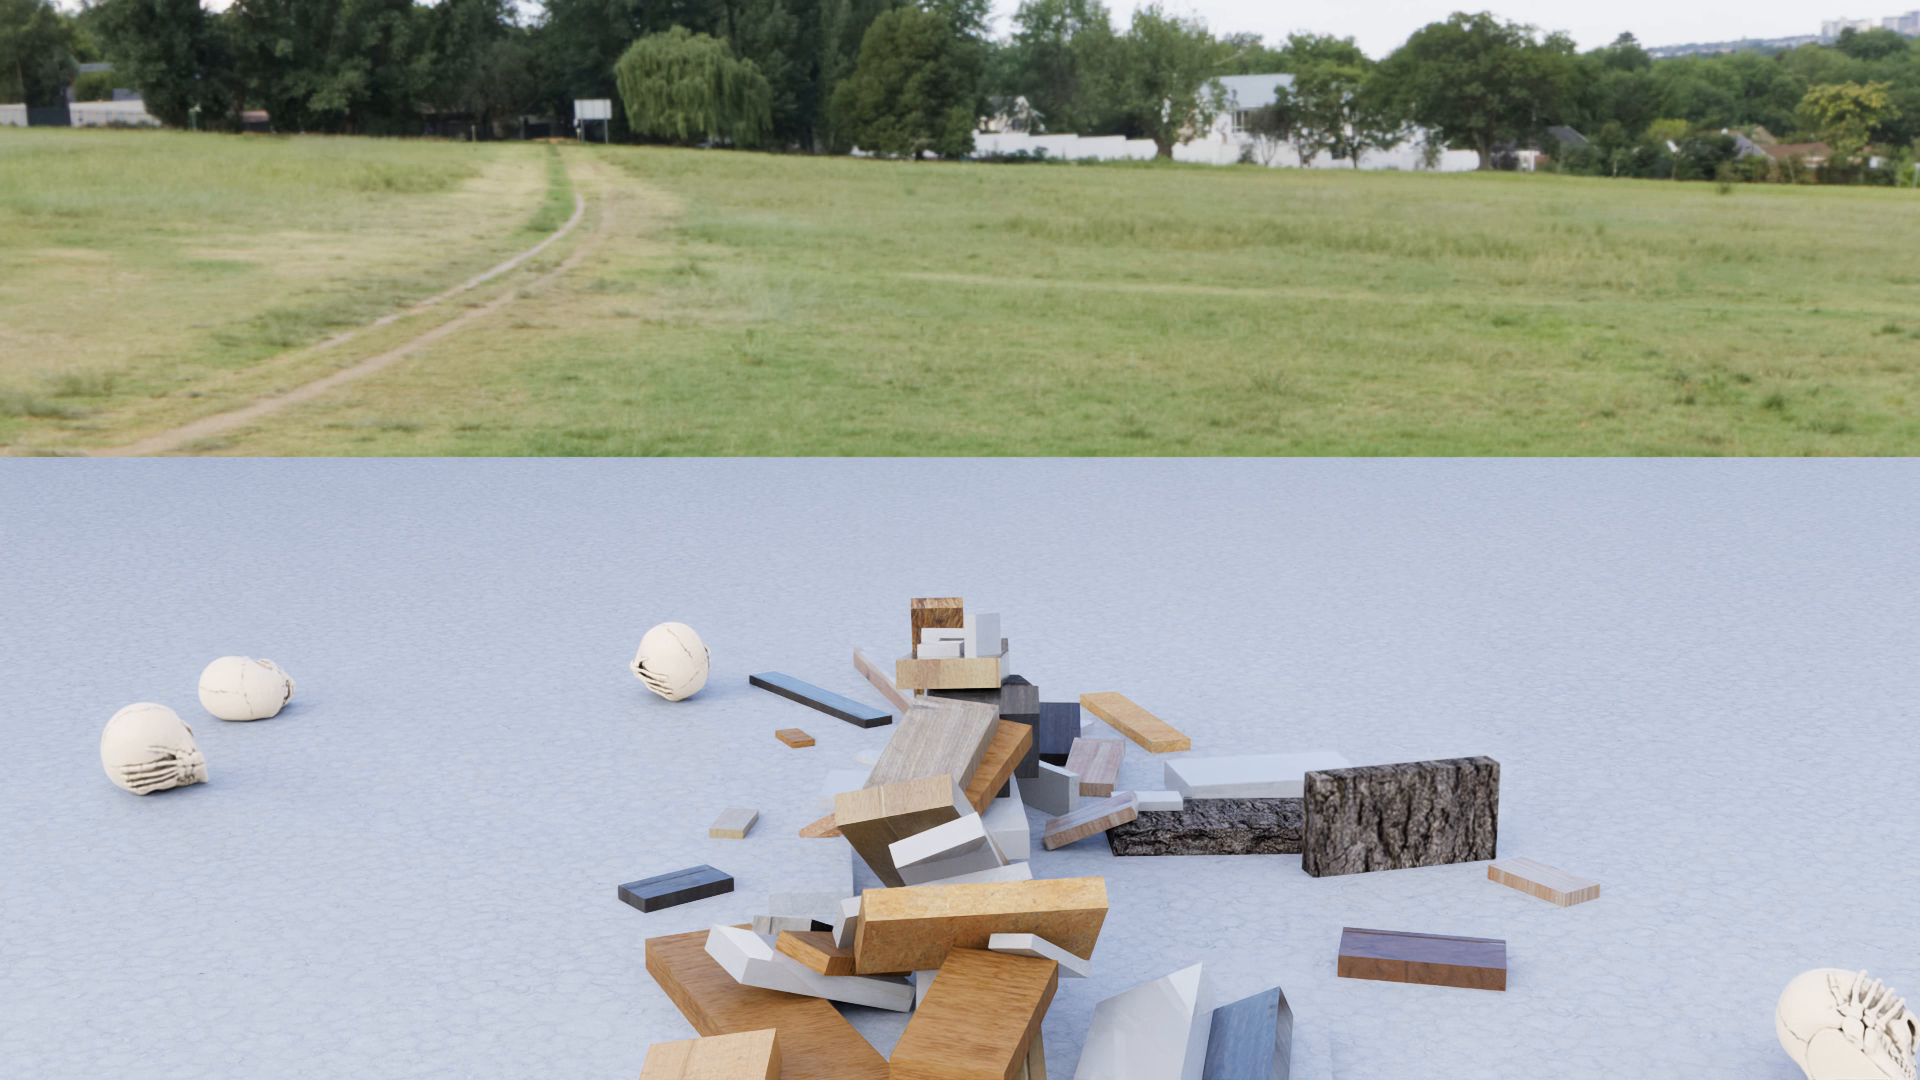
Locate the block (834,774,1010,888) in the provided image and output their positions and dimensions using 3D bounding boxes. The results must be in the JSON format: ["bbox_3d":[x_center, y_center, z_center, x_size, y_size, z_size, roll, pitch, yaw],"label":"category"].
[{"bbox_3d":[-0.037,0.470,3.265,0.170,0.048,0.450,-11,-31,10],"label":"block"}]

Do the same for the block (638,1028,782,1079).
[{"bbox_3d":[-0.323,0.715,2.715,0.167,0.047,0.335,-8,15,4],"label":"block"}]

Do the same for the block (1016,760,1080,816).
[{"bbox_3d":[0.160,0.463,4.121,0.024,0.085,0.170,-8,13,-36],"label":"block"}]

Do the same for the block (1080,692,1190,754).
[{"bbox_3d":[0.370,0.387,4.697,0.086,0.024,0.410,-3,11,-18],"label":"block"}]

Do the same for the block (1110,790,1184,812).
[{"bbox_3d":[0.338,0.473,3.982,0.124,0.018,0.062,0,11,-3],"label":"block"}]

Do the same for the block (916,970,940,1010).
[{"bbox_3d":[0.013,0.624,3.138,0.149,0.042,0.299,0,11,-1],"label":"block"}]

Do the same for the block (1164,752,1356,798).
[{"bbox_3d":[0.584,0.462,4.224,0.348,0.049,0.174,-2,11,-10],"label":"block"}]

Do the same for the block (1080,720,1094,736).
[{"bbox_3d":[0.218,0.402,4.625,0.070,0.020,0.140,7,12,31],"label":"block"}]

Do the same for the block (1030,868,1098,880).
[{"bbox_3d":[0.166,0.576,3.698,0.124,0.018,0.062,2,11,13],"label":"block"}]

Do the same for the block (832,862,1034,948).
[{"bbox_3d":[-0.039,0.520,3.133,0.278,0.099,0.028,-9,57,-18],"label":"block"}]

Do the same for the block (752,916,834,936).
[{"bbox_3d":[-0.217,0.595,3.298,0.099,0.028,0.198,-1,-18,27],"label":"block"}]

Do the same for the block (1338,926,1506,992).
[{"bbox_3d":[0.701,0.634,3.335,0.246,0.035,0.123,2,11,13],"label":"block"}]

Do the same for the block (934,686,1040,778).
[{"bbox_3d":[0.051,0.342,3.866,0.175,0.050,0.351,-1,-24,1],"label":"block"}]

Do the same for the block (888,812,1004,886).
[{"bbox_3d":[-0.007,0.479,3.150,0.131,0.037,0.263,-21,-32,1],"label":"block"}]

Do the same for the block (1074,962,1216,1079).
[{"bbox_3d":[0.239,0.678,2.882,0.164,0.047,0.417,-24,5,14],"label":"block"}]

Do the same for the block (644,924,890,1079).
[{"bbox_3d":[-0.263,0.678,3.066,0.167,0.047,0.676,-5,11,-24],"label":"block"}]

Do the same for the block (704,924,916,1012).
[{"bbox_3d":[-0.215,0.616,3.164,0.275,0.039,0.138,17,2,-30],"label":"block"}]

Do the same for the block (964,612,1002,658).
[{"bbox_3d":[0.039,0.163,3.783,0.021,0.073,0.146,-1,-1,18],"label":"block"}]

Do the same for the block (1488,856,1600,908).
[{"bbox_3d":[0.979,0.573,3.694,0.085,0.024,0.170,-7,13,-33],"label":"block"}]

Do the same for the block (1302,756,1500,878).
[{"bbox_3d":[0.763,0.477,3.801,0.348,0.174,0.049,-3,11,-16],"label":"block"}]

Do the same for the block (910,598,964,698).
[{"bbox_3d":[-0.043,0.238,4.400,0.102,0.315,0.029,-1,43,0],"label":"block"}]

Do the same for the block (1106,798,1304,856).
[{"bbox_3d":[0.460,0.514,3.945,0.387,0.049,0.174,0,11,-2],"label":"block"}]

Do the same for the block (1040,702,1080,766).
[{"bbox_3d":[0.195,0.395,4.493,0.102,0.029,0.204,0,26,2],"label":"block"}]

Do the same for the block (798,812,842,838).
[{"bbox_3d":[-0.157,0.474,3.911,0.276,0.021,0.073,-27,13,-3],"label":"block"}]

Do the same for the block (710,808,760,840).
[{"bbox_3d":[-0.412,0.517,4.013,0.062,0.018,0.124,2,11,8],"label":"block"}]

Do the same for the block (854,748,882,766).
[{"bbox_3d":[-0.162,0.441,4.434,0.099,0.014,0.050,8,13,37],"label":"block"}]

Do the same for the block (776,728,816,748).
[{"bbox_3d":[-0.344,0.413,4.584,0.049,0.014,0.099,-5,12,-25],"label":"block"}]

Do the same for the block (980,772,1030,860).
[{"bbox_3d":[0.010,0.428,3.517,0.170,0.048,0.339,-2,14,-3],"label":"block"}]

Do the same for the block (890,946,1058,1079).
[{"bbox_3d":[0.023,0.635,2.905,0.149,0.042,0.299,5,19,15],"label":"block"}]

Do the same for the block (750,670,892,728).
[{"bbox_3d":[-0.315,0.353,4.891,0.070,0.020,0.484,-8,13,-35],"label":"block"}]

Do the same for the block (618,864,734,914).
[{"bbox_3d":[-0.472,0.579,3.659,0.172,0.024,0.086,-8,13,-38],"label":"block"}]

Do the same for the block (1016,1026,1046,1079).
[{"bbox_3d":[0.037,0.693,2.999,0.149,0.042,0.299,0,11,0],"label":"block"}]

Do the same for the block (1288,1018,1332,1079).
[{"bbox_3d":[0.425,0.719,2.881,0.123,0.035,0.393,1,11,7],"label":"block"}]

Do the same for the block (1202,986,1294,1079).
[{"bbox_3d":[0.341,0.687,2.845,0.164,0.047,0.329,-23,6,13],"label":"block"}]

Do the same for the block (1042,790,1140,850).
[{"bbox_3d":[0.233,0.497,3.907,0.170,0.024,0.085,-22,11,12],"label":"block"}]

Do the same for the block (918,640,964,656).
[{"bbox_3d":[-0.033,0.191,3.879,0.073,0.021,0.146,-1,-1,4],"label":"block"}]

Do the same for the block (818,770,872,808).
[{"bbox_3d":[-0.217,0.477,4.210,0.086,0.024,0.172,1,11,4],"label":"block"}]

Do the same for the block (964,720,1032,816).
[{"bbox_3d":[0.004,0.362,3.465,0.131,0.037,0.263,10,30,21],"label":"block"}]

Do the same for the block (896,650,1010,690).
[{"bbox_3d":[-0.008,0.226,3.863,0.175,0.050,0.351,-1,-1,4],"label":"block"}]

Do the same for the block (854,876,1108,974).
[{"bbox_3d":[0.027,0.538,3.066,0.335,0.167,0.047,-2,55,-9],"label":"block"}]

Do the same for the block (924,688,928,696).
[{"bbox_3d":[0.017,0.325,4.214,0.171,0.048,0.341,1,11,0],"label":"block"}]

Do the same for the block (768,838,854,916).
[{"bbox_3d":[-0.250,0.564,3.702,0.138,0.039,0.278,-1,11,-4],"label":"block"}]

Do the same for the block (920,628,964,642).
[{"bbox_3d":[-0.012,0.218,4.251,0.127,0.036,0.254,0,-16,-2],"label":"block"}]

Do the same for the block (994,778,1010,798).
[{"bbox_3d":[0.015,0.361,3.614,0.131,0.037,0.263,-1,14,1],"label":"block"}]

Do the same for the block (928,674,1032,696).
[{"bbox_3d":[0.032,0.279,4.013,0.175,0.050,0.351,0,-1,-2],"label":"block"}]

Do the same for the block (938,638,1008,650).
[{"bbox_3d":[0.020,0.233,4.173,0.127,0.036,0.254,0,-16,-2],"label":"block"}]

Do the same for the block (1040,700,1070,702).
[{"bbox_3d":[0.200,0.377,4.586,0.070,0.020,0.140,-1,26,0],"label":"block"}]

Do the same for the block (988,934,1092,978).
[{"bbox_3d":[0.112,0.579,3.059,0.072,0.021,0.145,-8,-30,38],"label":"block"}]

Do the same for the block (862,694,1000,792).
[{"bbox_3d":[-0.042,0.337,3.433,0.138,0.039,0.275,6,29,15],"label":"block"}]

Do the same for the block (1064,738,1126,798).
[{"bbox_3d":[0.261,0.443,4.295,0.102,0.029,0.204,2,19,10],"label":"block"}]

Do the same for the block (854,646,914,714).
[{"bbox_3d":[-0.161,0.328,4.945,0.014,0.049,0.602,-3,11,-16],"label":"block"}]

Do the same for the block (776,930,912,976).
[{"bbox_3d":[-0.164,0.597,3.174,0.099,0.028,0.198,20,3,38],"label":"block"}]
